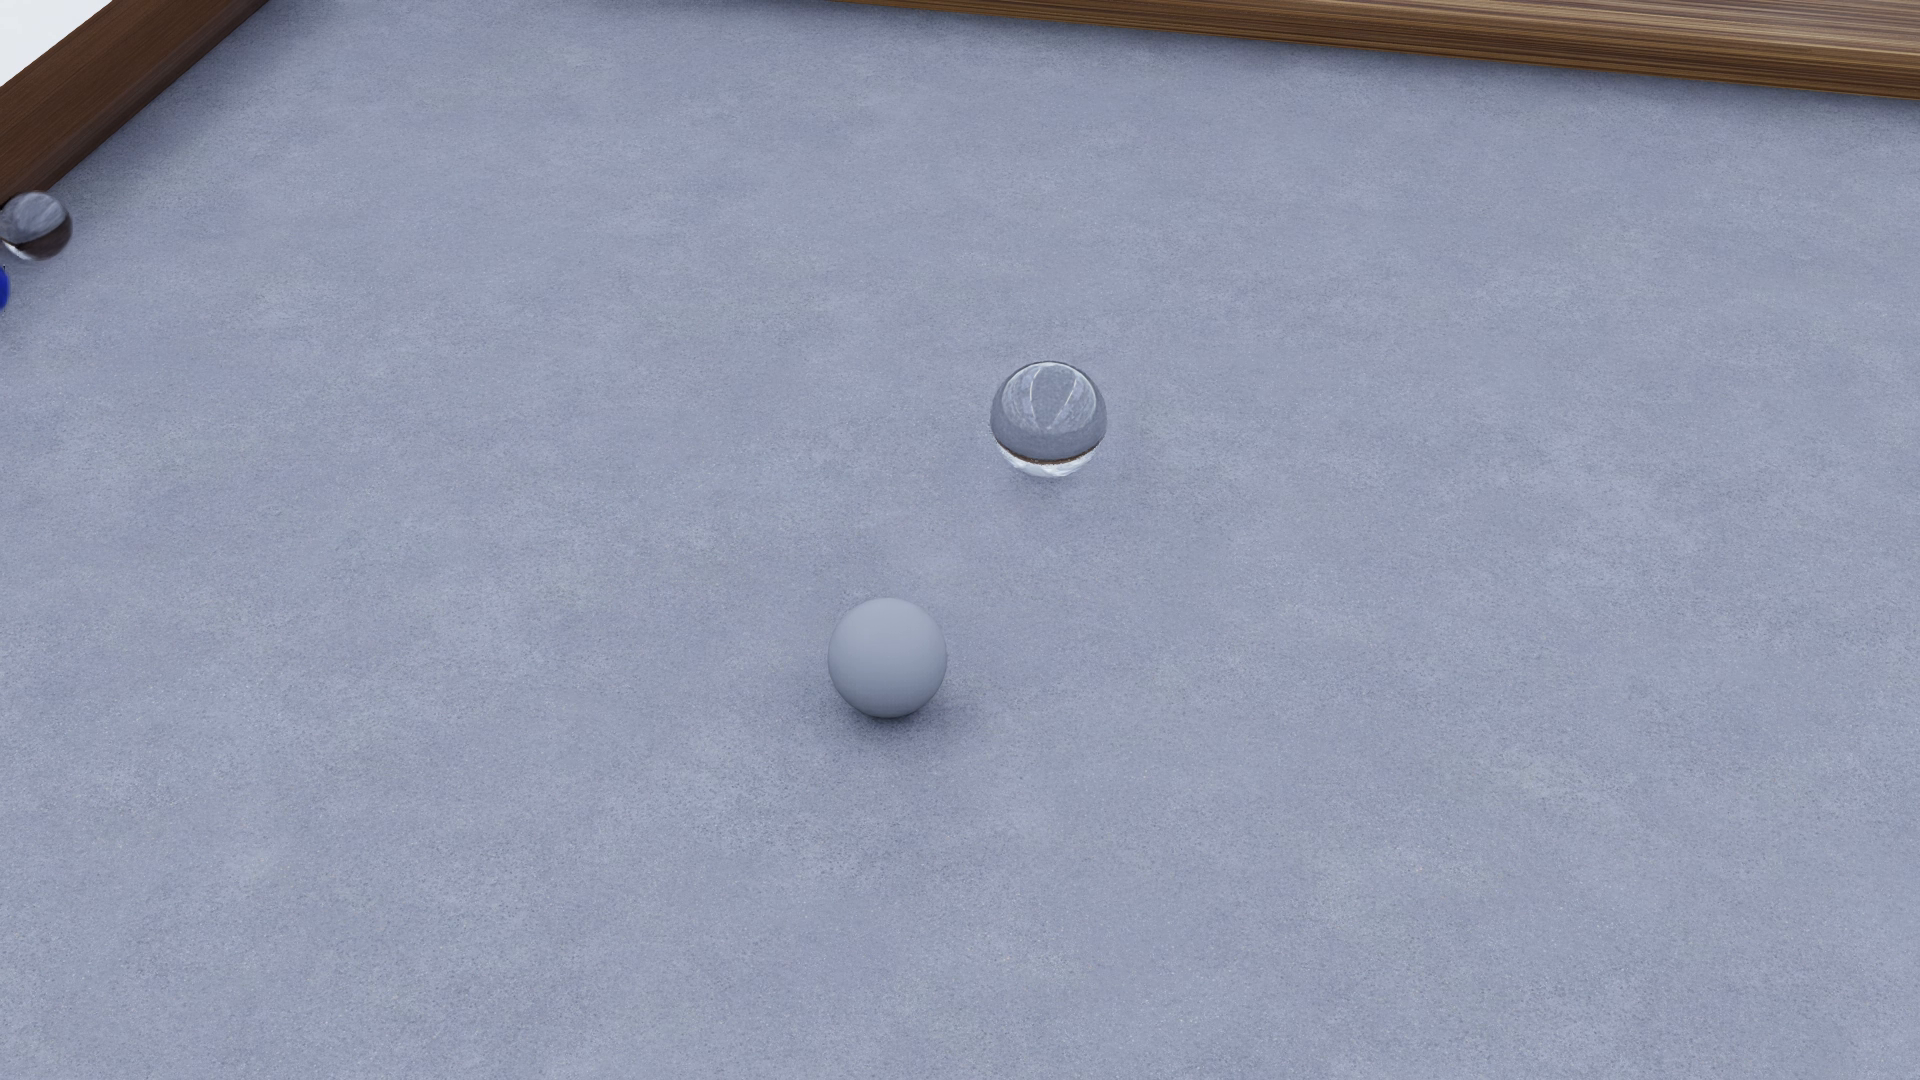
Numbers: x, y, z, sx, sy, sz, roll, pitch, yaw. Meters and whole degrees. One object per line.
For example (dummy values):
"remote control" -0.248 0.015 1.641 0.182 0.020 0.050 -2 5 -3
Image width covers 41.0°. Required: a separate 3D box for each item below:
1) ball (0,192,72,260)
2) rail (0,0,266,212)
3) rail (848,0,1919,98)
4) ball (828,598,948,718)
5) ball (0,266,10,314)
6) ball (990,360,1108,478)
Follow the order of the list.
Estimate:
"ball" -0.836 -0.284 2.319 0.062 0.062 0.062 0 34 0
"rail" -0.948 -0.143 2.059 0.045 0.121 2.107 7 35 11
"rail" 1.205 -0.457 2.520 3.990 0.121 0.045 7 35 11
"ball" -0.050 0.081 1.766 0.083 0.083 0.083 0 34 0
"ball" -0.858 -0.218 2.217 0.068 0.068 0.068 0 34 0
"ball" 0.070 -0.095 2.015 0.093 0.093 0.093 0 34 0
